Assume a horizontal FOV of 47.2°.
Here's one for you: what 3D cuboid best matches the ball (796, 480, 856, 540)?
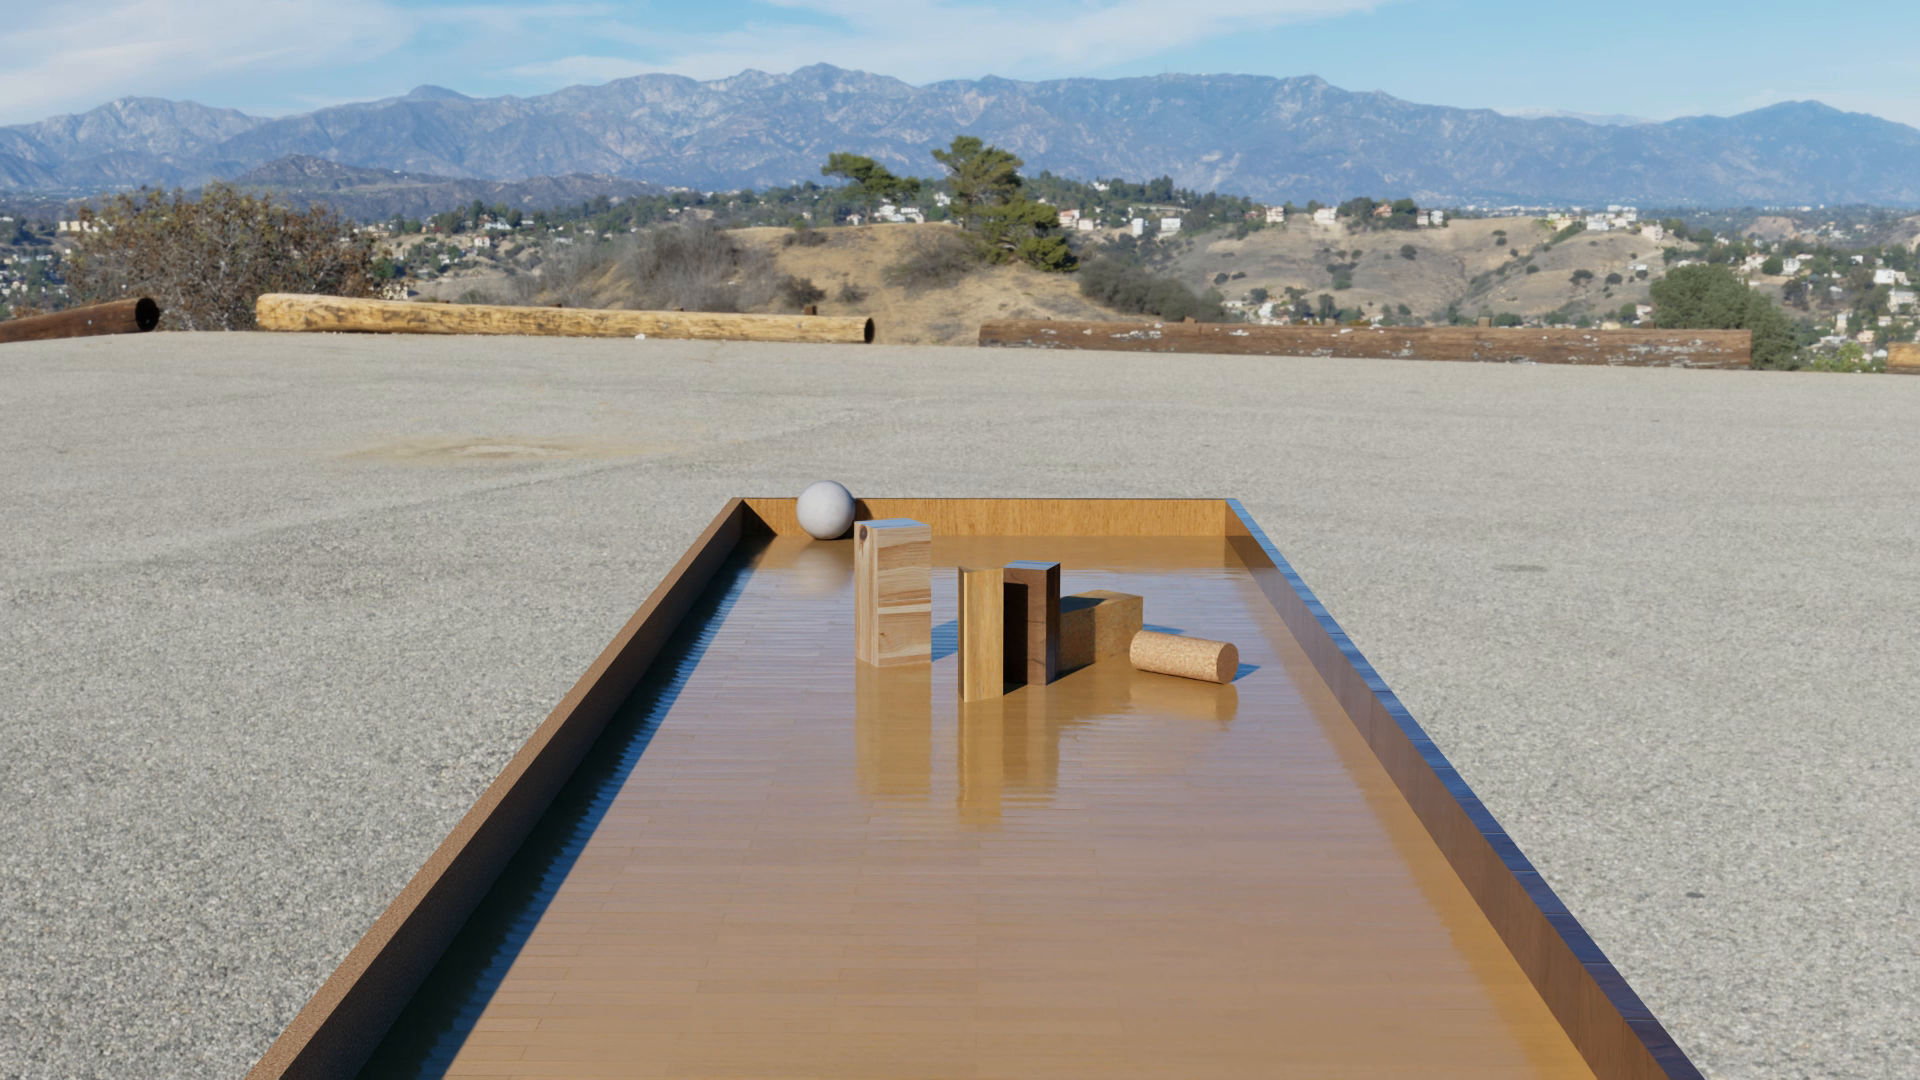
[{"bbox_3d":[-0.551,-0.122,9.002,0.244,0.244,0.244,0,9,0],"label":"ball"}]

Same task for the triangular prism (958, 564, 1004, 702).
[{"bbox_3d":[0.033,0.258,6.207,0.135,0.367,0.117,-7,11,-37],"label":"triangular prism"}]

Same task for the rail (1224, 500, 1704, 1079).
[{"bbox_3d":[1.046,0.843,3.208,0.050,0.150,12.000,0,9,1],"label":"rail"}]

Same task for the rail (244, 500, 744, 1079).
[{"bbox_3d":[-1.004,0.839,3.234,0.050,0.150,12.000,0,9,1],"label":"rail"}]

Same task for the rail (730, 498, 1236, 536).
[{"bbox_3d":[0.099,-0.098,9.147,2.100,0.150,0.050,0,9,1],"label":"rail"}]

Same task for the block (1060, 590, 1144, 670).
[{"bbox_3d":[0.348,0.276,6.711,0.174,0.174,0.453,8,12,42],"label":"block"}]

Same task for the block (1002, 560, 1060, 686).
[{"bbox_3d":[0.207,0.240,6.410,0.135,0.340,0.135,3,10,20],"label":"block"}]

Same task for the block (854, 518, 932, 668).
[{"bbox_3d":[-0.204,0.157,6.678,0.176,0.419,0.176,-4,10,-25],"label":"block"}]

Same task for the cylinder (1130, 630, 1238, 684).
[{"bbox_3d":[0.658,0.343,6.465,0.303,0.120,0.120,7,12,39],"label":"cylinder"}]
